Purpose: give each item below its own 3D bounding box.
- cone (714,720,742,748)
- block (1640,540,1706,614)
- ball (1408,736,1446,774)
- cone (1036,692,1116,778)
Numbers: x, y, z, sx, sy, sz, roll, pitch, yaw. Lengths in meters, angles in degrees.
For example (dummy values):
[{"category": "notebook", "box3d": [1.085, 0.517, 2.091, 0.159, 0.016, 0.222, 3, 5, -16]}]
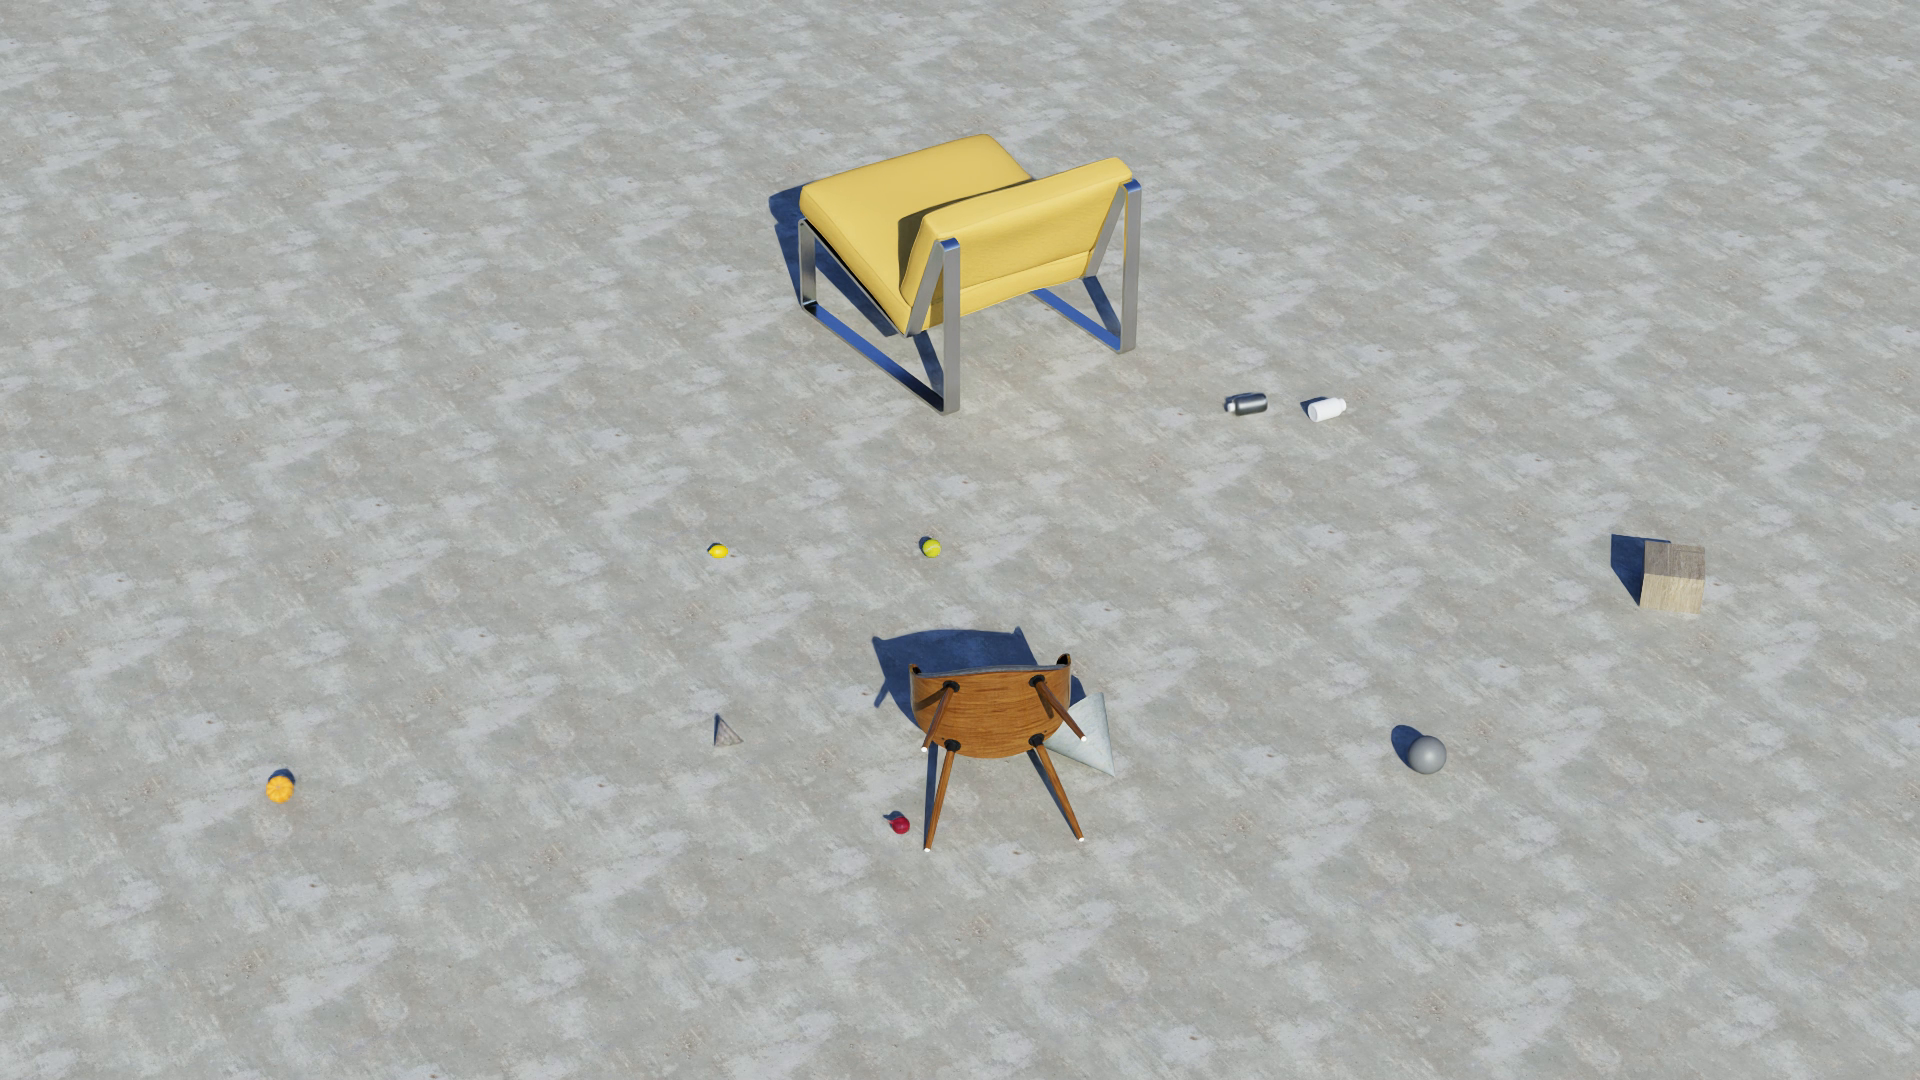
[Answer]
[{"category": "cone", "box3d": [-0.799, 0.673, 9.880, 0.087, 0.112, 0.121, -46, 34, -5]}, {"category": "block", "box3d": [2.576, 0.135, 10.605, 0.213, 0.148, 0.219, 6, 34, 10]}, {"category": "ball", "box3d": [1.551, 0.714, 9.741, 0.131, 0.131, 0.131, 0, 33, 0]}, {"category": "cone", "box3d": [0.443, 0.694, 9.781, 0.283, 0.277, 0.253, -25, 69, -39]}]
